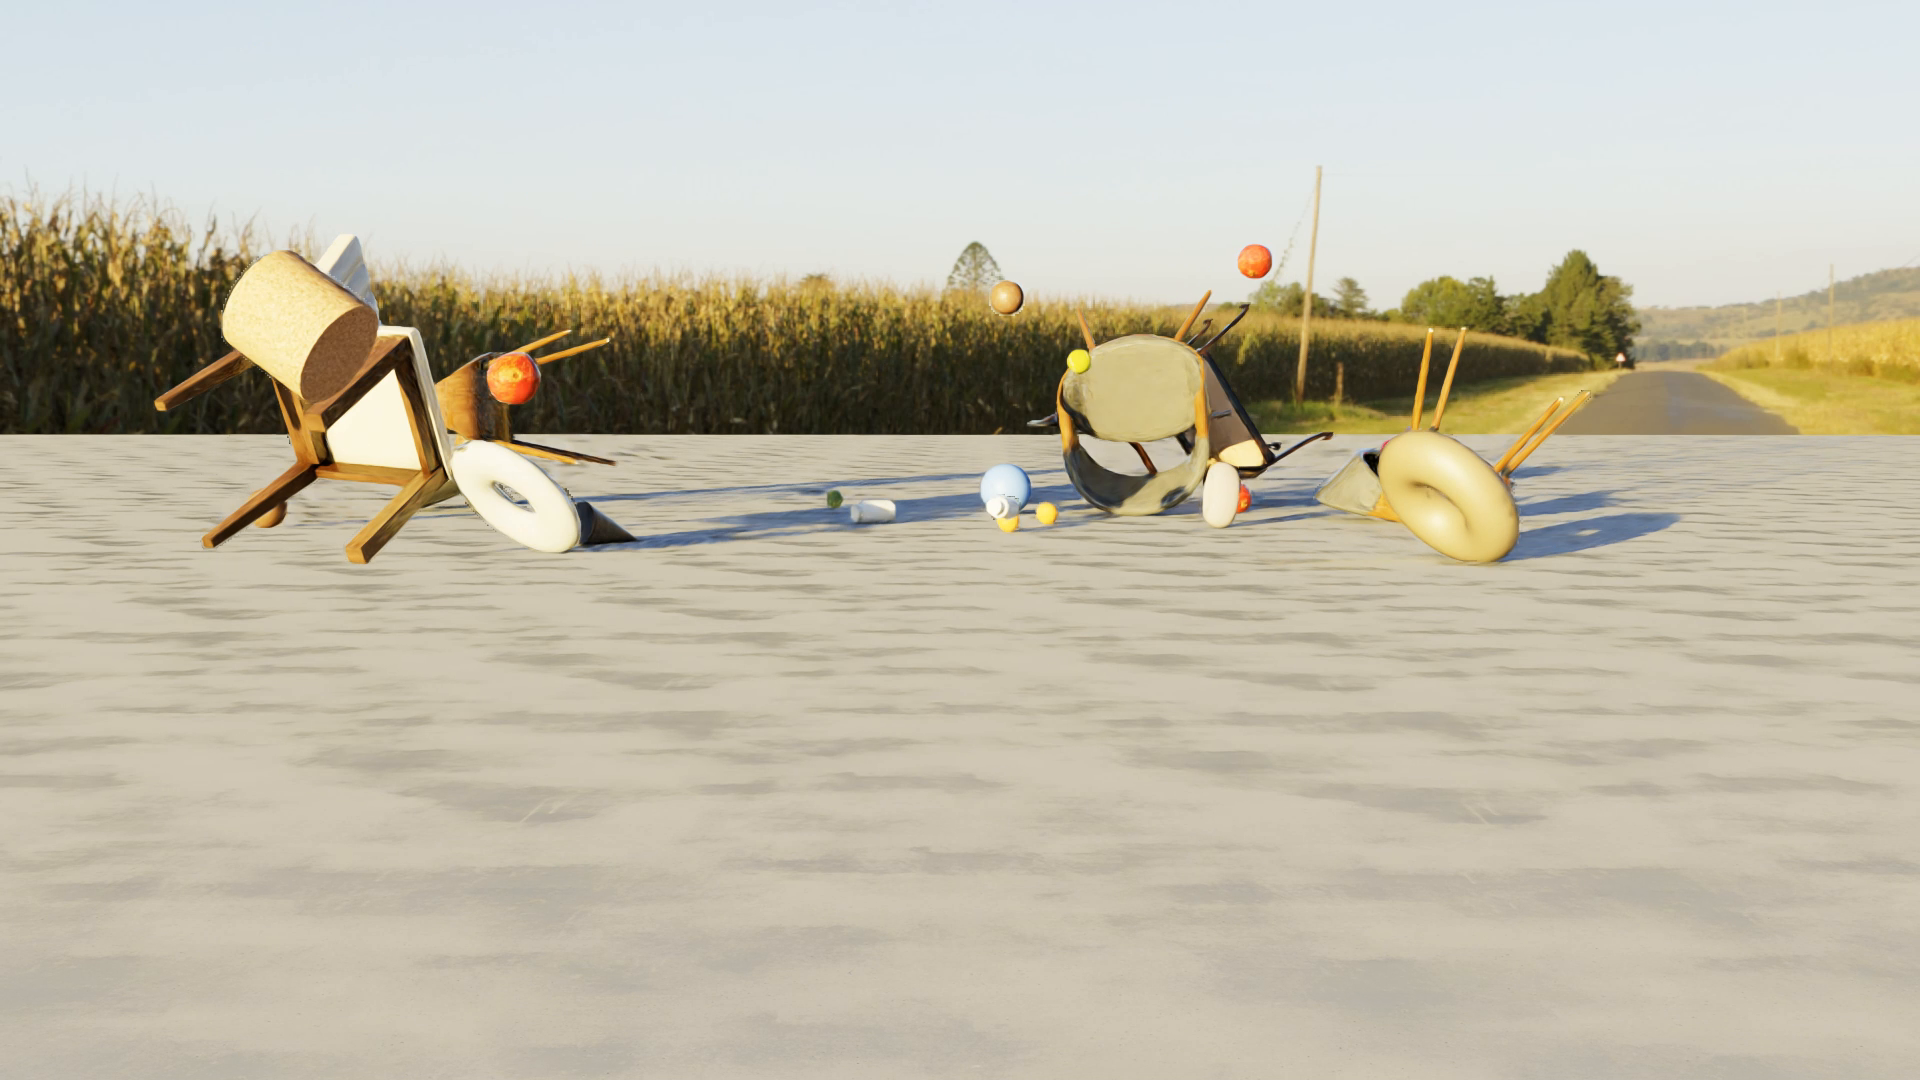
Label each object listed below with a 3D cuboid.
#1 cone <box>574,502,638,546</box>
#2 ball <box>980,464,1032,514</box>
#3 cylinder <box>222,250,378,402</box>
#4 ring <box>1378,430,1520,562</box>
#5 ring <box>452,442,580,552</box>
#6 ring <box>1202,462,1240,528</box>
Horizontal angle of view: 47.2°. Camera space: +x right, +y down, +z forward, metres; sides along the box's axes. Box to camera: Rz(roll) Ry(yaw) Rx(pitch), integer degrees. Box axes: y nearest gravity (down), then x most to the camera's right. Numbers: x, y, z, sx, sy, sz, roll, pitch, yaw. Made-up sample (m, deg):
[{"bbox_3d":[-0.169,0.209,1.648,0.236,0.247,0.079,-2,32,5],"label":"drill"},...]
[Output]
[{"bbox_3d":[-1.019,-0.023,6.415,0.112,0.131,0.242,-11,-18,35],"label":"cone"},{"bbox_3d":[0.164,-0.182,7.853,0.184,0.184,0.184,0,4,0],"label":"ball"},{"bbox_3d":[-1.386,-0.449,4.626,0.215,0.252,0.232,35,54,10],"label":"cylinder"},{"bbox_3d":[1.259,-0.110,5.674,0.129,0.433,0.402,-47,34,-19],"label":"ring"},{"bbox_3d":[-1.197,-0.115,5.930,0.411,0.075,0.354,36,-35,-3],"label":"ring"},{"bbox_3d":[0.849,-0.146,7.143,0.095,0.223,0.115,12,-16,-13],"label":"ring"}]
